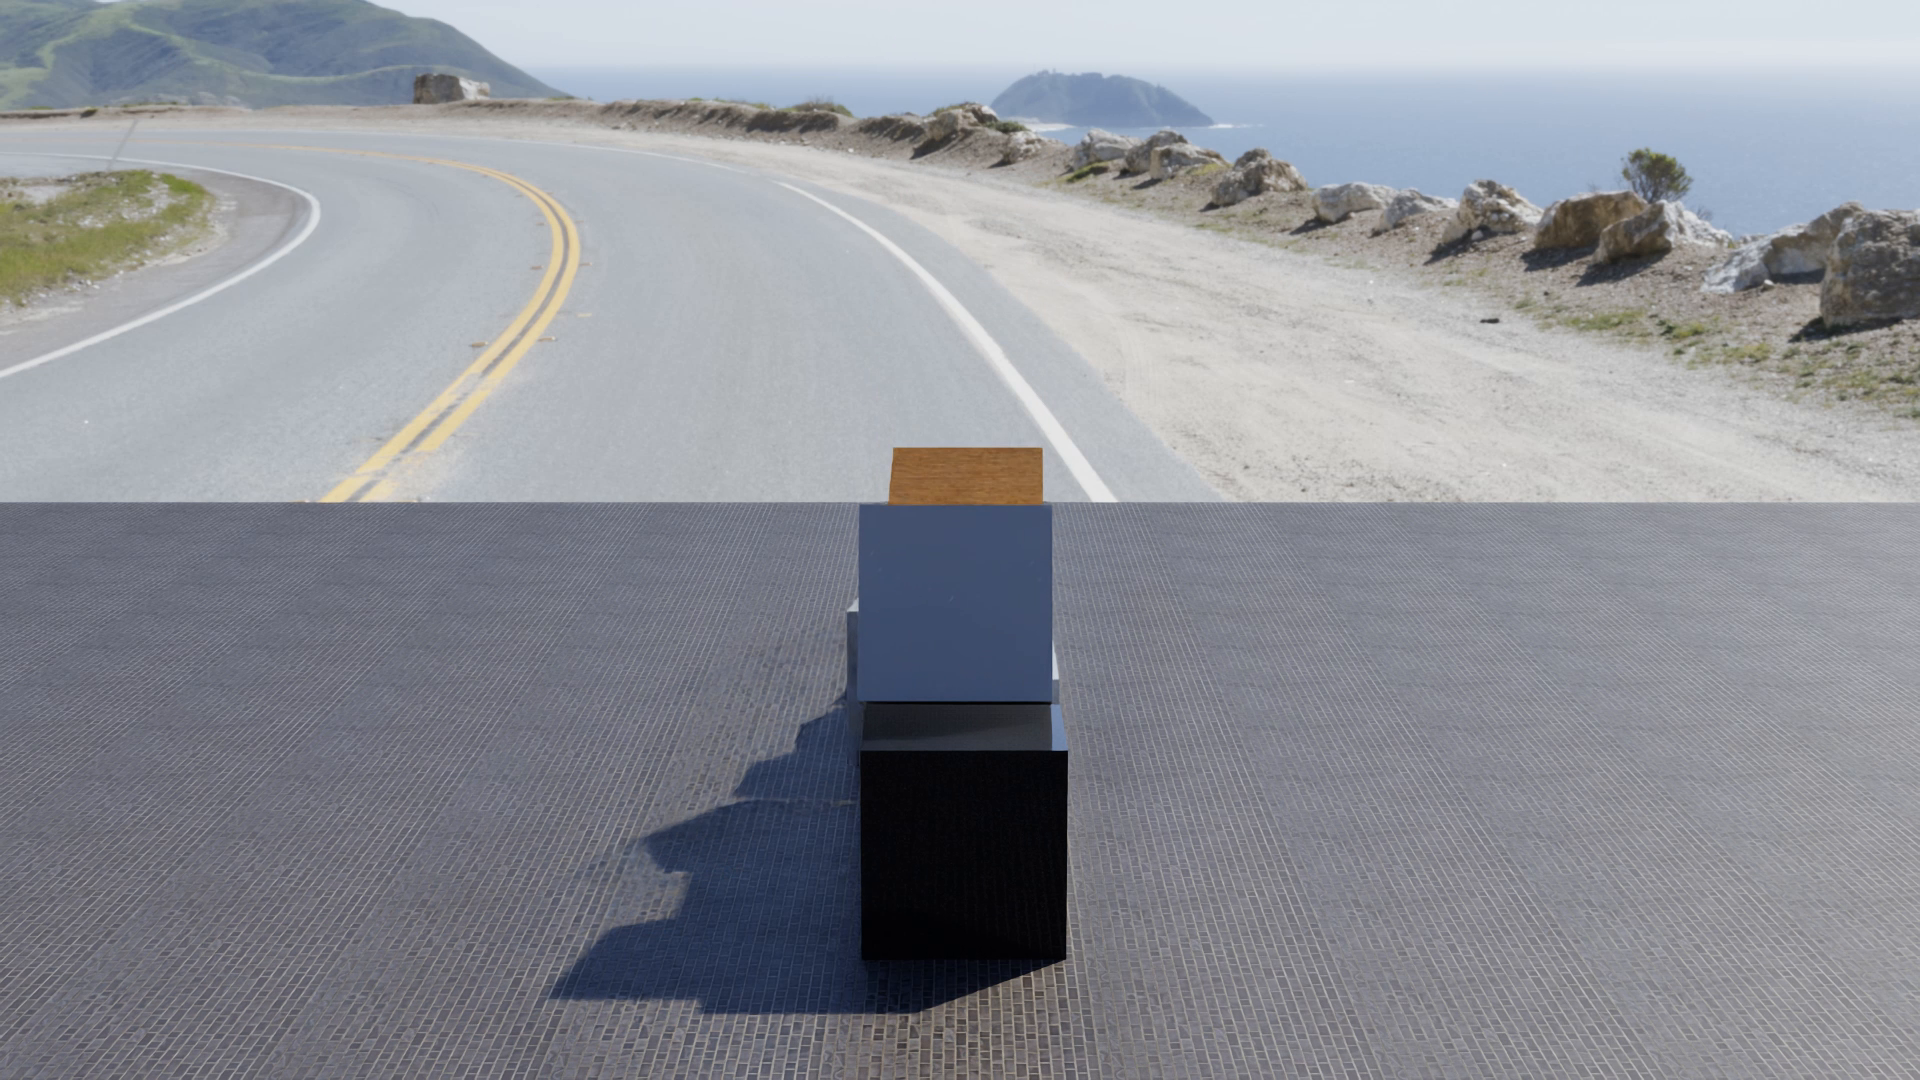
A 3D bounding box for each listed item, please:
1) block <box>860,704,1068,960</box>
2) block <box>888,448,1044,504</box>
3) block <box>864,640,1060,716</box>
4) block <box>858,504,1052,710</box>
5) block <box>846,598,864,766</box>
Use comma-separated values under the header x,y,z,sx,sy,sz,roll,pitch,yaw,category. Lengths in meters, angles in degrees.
x,y,z,sx,sy,sz,roll,pitch,yaw,category
0.015,1.192,10.590,0.822,0.866,0.746,0,10,0,block
0.036,0.024,12.634,0.745,0.685,0.737,0,31,2,block
0.007,0.950,12.121,0.889,0.794,0.819,0,10,0,block
-0.017,0.303,11.034,0.808,0.822,0.712,0,-7,0,block
-0.163,0.713,13.379,0.756,0.810,0.648,1,10,6,block
